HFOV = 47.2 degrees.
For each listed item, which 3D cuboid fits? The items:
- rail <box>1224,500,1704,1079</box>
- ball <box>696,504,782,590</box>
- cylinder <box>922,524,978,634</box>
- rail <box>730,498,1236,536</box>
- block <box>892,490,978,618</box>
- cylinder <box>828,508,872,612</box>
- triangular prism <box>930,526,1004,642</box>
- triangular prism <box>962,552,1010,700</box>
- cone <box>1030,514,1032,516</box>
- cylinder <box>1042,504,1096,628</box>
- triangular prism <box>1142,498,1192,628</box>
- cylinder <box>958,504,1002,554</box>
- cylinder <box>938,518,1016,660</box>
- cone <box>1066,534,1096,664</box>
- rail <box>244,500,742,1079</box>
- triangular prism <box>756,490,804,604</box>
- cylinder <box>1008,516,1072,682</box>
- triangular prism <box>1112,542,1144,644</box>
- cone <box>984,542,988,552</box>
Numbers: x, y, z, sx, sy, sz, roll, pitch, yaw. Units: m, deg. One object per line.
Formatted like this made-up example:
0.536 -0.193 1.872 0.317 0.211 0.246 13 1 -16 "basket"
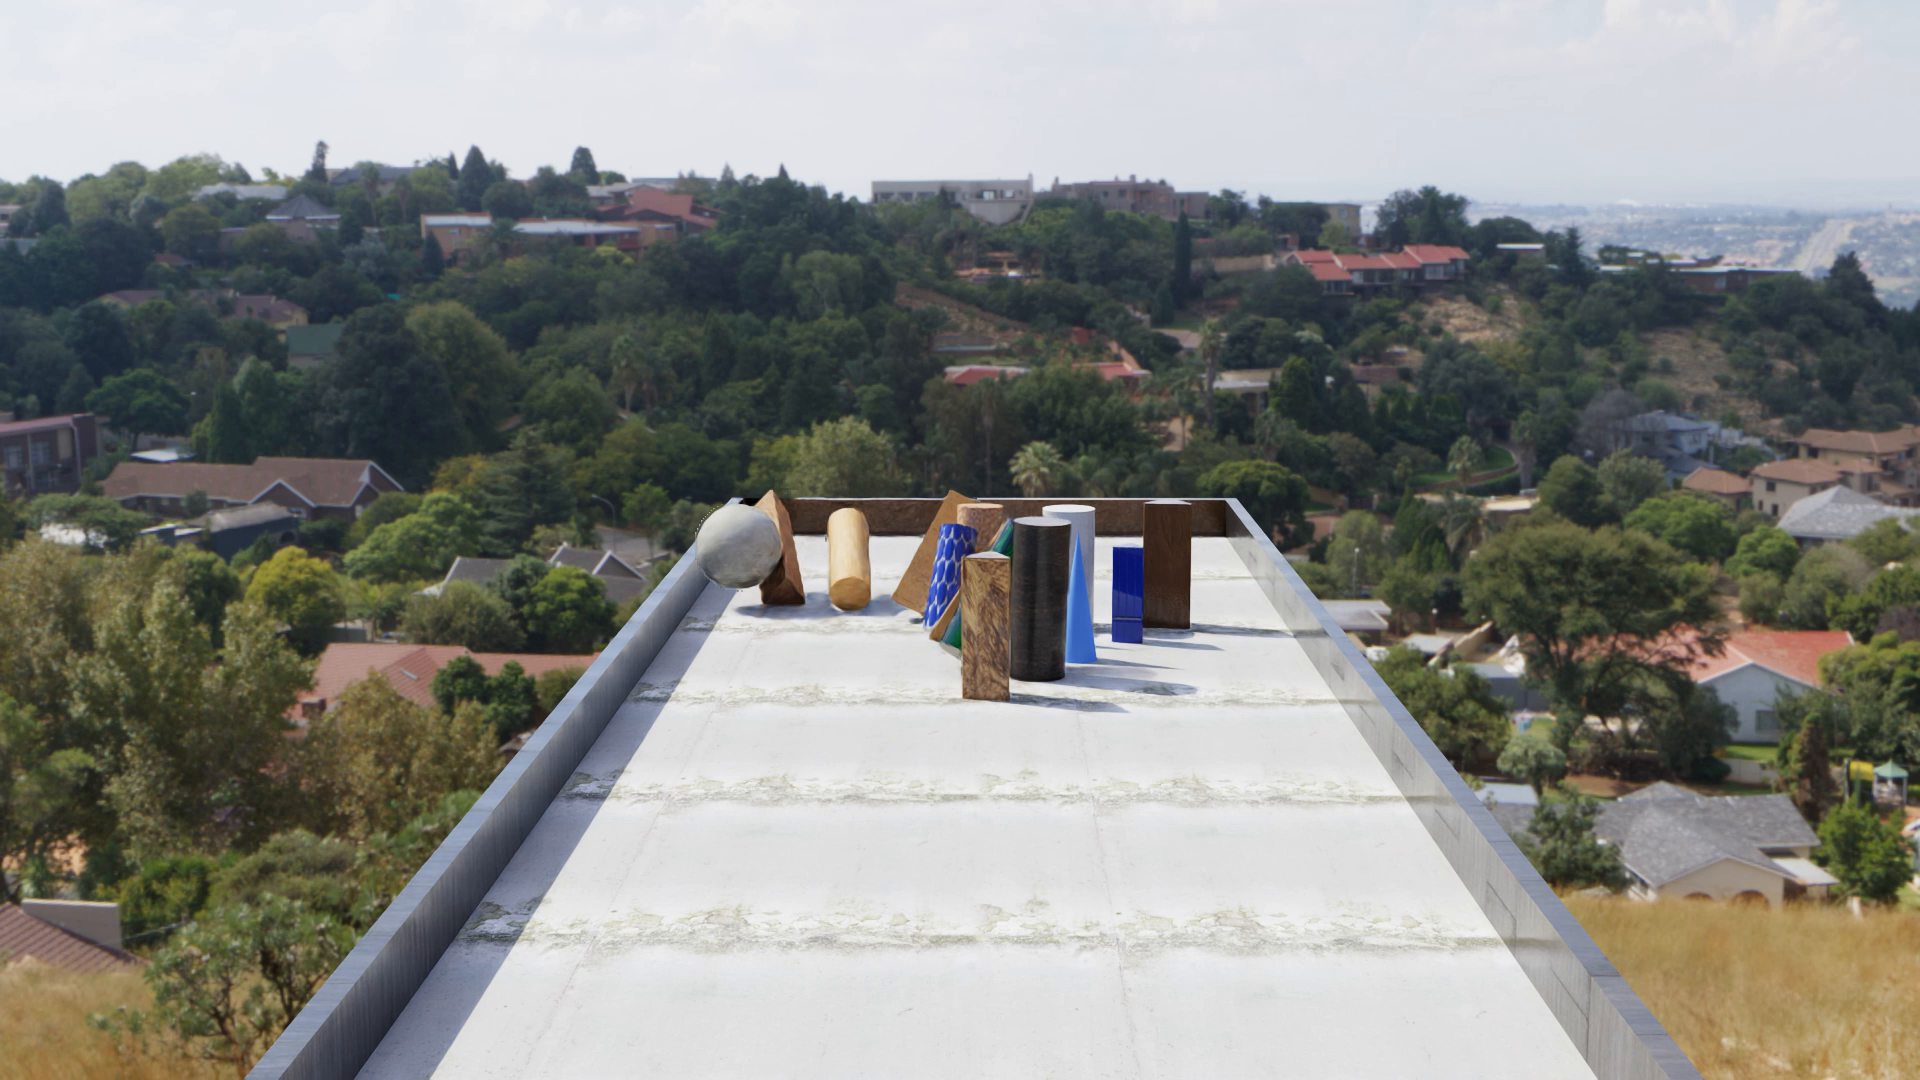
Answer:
1.046 0.843 3.208 0.050 0.150 12.000 0 9 1 "rail"
-0.755 0.023 7.520 0.292 0.292 0.292 0 9 0 "ball"
-0.031 0.129 7.041 0.122 0.342 0.122 9 -14 2 "cylinder"
0.099 -0.098 9.147 2.100 0.150 0.050 0 9 1 "rail"
-0.074 0.046 7.330 0.111 0.415 0.111 27 -5 12 "block"
-0.383 0.065 7.613 0.143 0.143 0.417 -1 35 -4 "cylinder"
0.041 0.136 6.928 0.104 0.427 0.090 20 -27 29 "triangular prism"
0.082 0.240 6.206 0.133 0.404 0.115 2 9 10 "triangular prism"
0.224 0.117 6.954 0.110 0.412 0.110 0 9 0 "cone"
0.355 0.089 7.205 0.172 0.389 0.172 0 9 0 "cylinder"
0.682 0.075 7.222 0.154 0.411 0.133 1 9 8 "triangular prism"
0.061 0.083 7.207 0.147 0.393 0.147 1 6 0 "cylinder"
0.109 0.160 6.582 0.160 0.435 0.160 28 -13 7 "cylinder"
0.357 0.166 6.680 0.121 0.401 0.121 0 9 0 "cone"
-1.004 0.839 3.234 0.050 0.150 12.000 0 9 1 "rail"
-0.639 0.020 7.704 0.148 0.128 0.439 -2 46 -13 "triangular prism"
0.233 0.172 6.442 0.167 0.459 0.167 2 9 0 "cylinder"
0.536 0.167 6.975 0.096 0.307 0.084 2 9 11 "triangular prism"
0.081 0.179 6.690 0.129 0.369 0.129 0 7 0 "cone"
